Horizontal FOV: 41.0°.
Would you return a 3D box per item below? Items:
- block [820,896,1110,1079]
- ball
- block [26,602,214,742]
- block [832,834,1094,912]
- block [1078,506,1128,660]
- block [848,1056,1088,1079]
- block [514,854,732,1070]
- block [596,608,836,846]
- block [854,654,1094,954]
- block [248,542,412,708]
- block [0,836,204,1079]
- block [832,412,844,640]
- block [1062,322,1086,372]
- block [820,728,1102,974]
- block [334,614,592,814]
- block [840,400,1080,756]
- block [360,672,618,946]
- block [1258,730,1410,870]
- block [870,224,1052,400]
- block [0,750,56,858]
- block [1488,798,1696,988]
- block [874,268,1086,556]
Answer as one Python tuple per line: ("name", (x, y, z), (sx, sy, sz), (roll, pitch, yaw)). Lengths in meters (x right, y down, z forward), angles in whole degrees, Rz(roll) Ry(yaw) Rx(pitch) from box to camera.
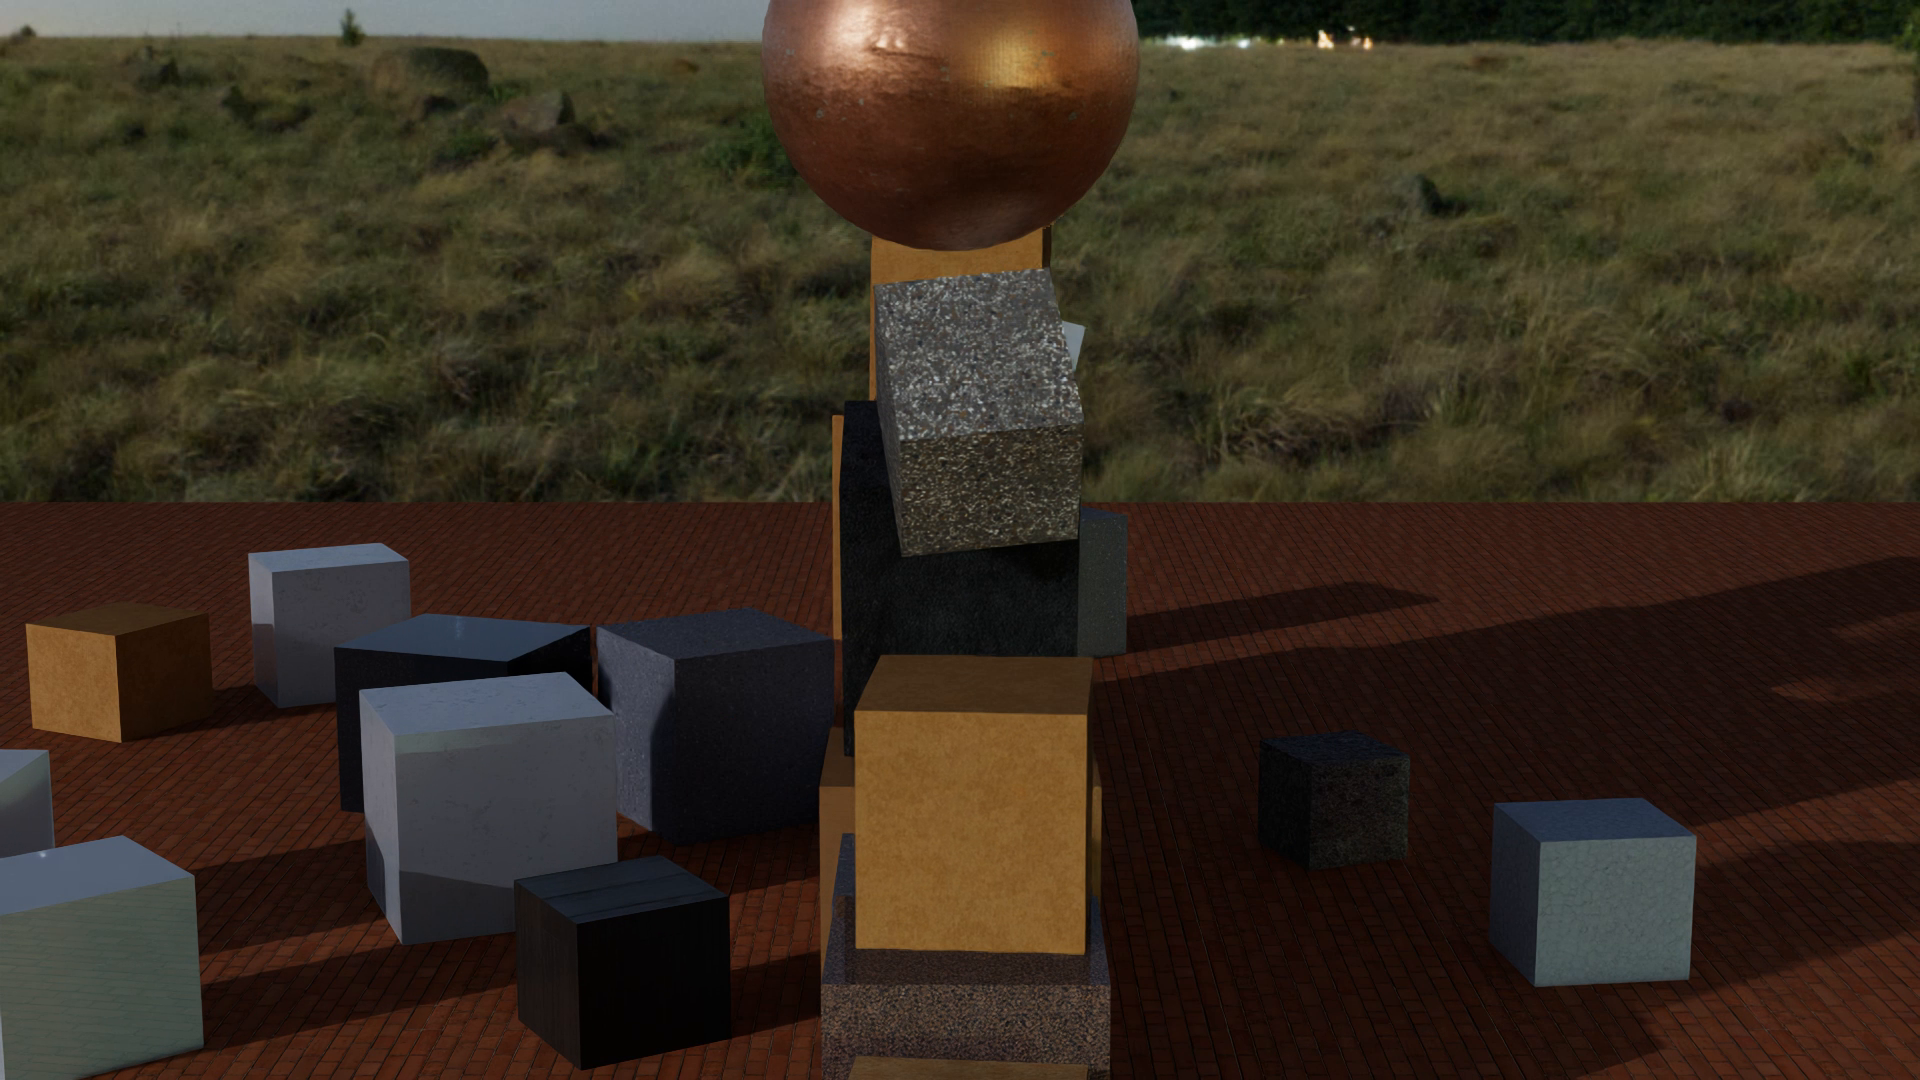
("block", (0.020, 1.657, 8.218), (0.874, 0.799, 0.852), (0, 10, 0))
("ball", (-0.041, -2.019, 10.813), (1.600, 1.600, 1.600), (0, 10, 0))
("block", (-4.588, 0.711, 14.033), (0.659, 0.581, 0.683), (5, 12, 28))
("block", (0.010, 1.521, 9.135), (0.888, 0.739, 0.831), (0, 10, 0))
("block", (0.426, 0.259, 15.740), (0.847, 0.860, 0.845), (-8, 13, -36))
("block", (0.001, 1.910, 7.294), (0.687, 0.633, 0.691), (1, 10, 6))
("block", (-1.251, 1.551, 9.503), (0.598, 0.548, 0.592), (-6, 12, -31))
("block", (-1.172, 0.873, 12.298), (0.829, 0.882, 0.859), (-6, 12, -31))
("block", (0.061, 0.839, 8.333), (0.717, 0.769, 0.778), (1, 10, 4))
("block", (-3.619, 0.479, 14.760), (0.772, 0.777, 0.635), (-5, 12, -26))
("block", (-3.245, 1.529, 9.327), (0.719, 0.655, 0.654), (-8, 13, -39))
("block", (-0.053, -0.096, 12.084), (0.996, 1.018, 0.979), (0, 5, 3))
("block", (0.142, -0.627, 11.174), (0.639, 0.678, 0.684), (13, -3, 1))
("block", (0.002, 1.282, 9.954), (1.041, 0.917, 0.863), (0, 10, 0))
("block", (-2.408, 0.866, 12.536), (0.935, 0.810, 0.828), (4, 11, 19))
("block", (-0.009, 0.133, 10.093), (0.890, 1.109, 0.949), (0, 23, -1))
("block", (-2.014, 1.120, 10.937), (0.907, 0.884, 0.841), (-4, 11, -22))
("block", (1.703, 1.181, 11.721), (0.503, 0.482, 0.490), (-4, 11, -21))
("block", (0.015, -1.140, 12.856), (0.832, 0.963, 0.839), (1, 1, 5))
("block", (-4.149, 1.312, 10.199), (0.792, 0.769, 0.837), (0, 10, 2))
("block", (2.515, 1.397, 10.243), (0.630, 0.586, 0.544), (-1, 10, -7))
("block", (0.057, -0.463, 9.259), (0.640, 0.623, 0.765), (-6, 51, -6))
